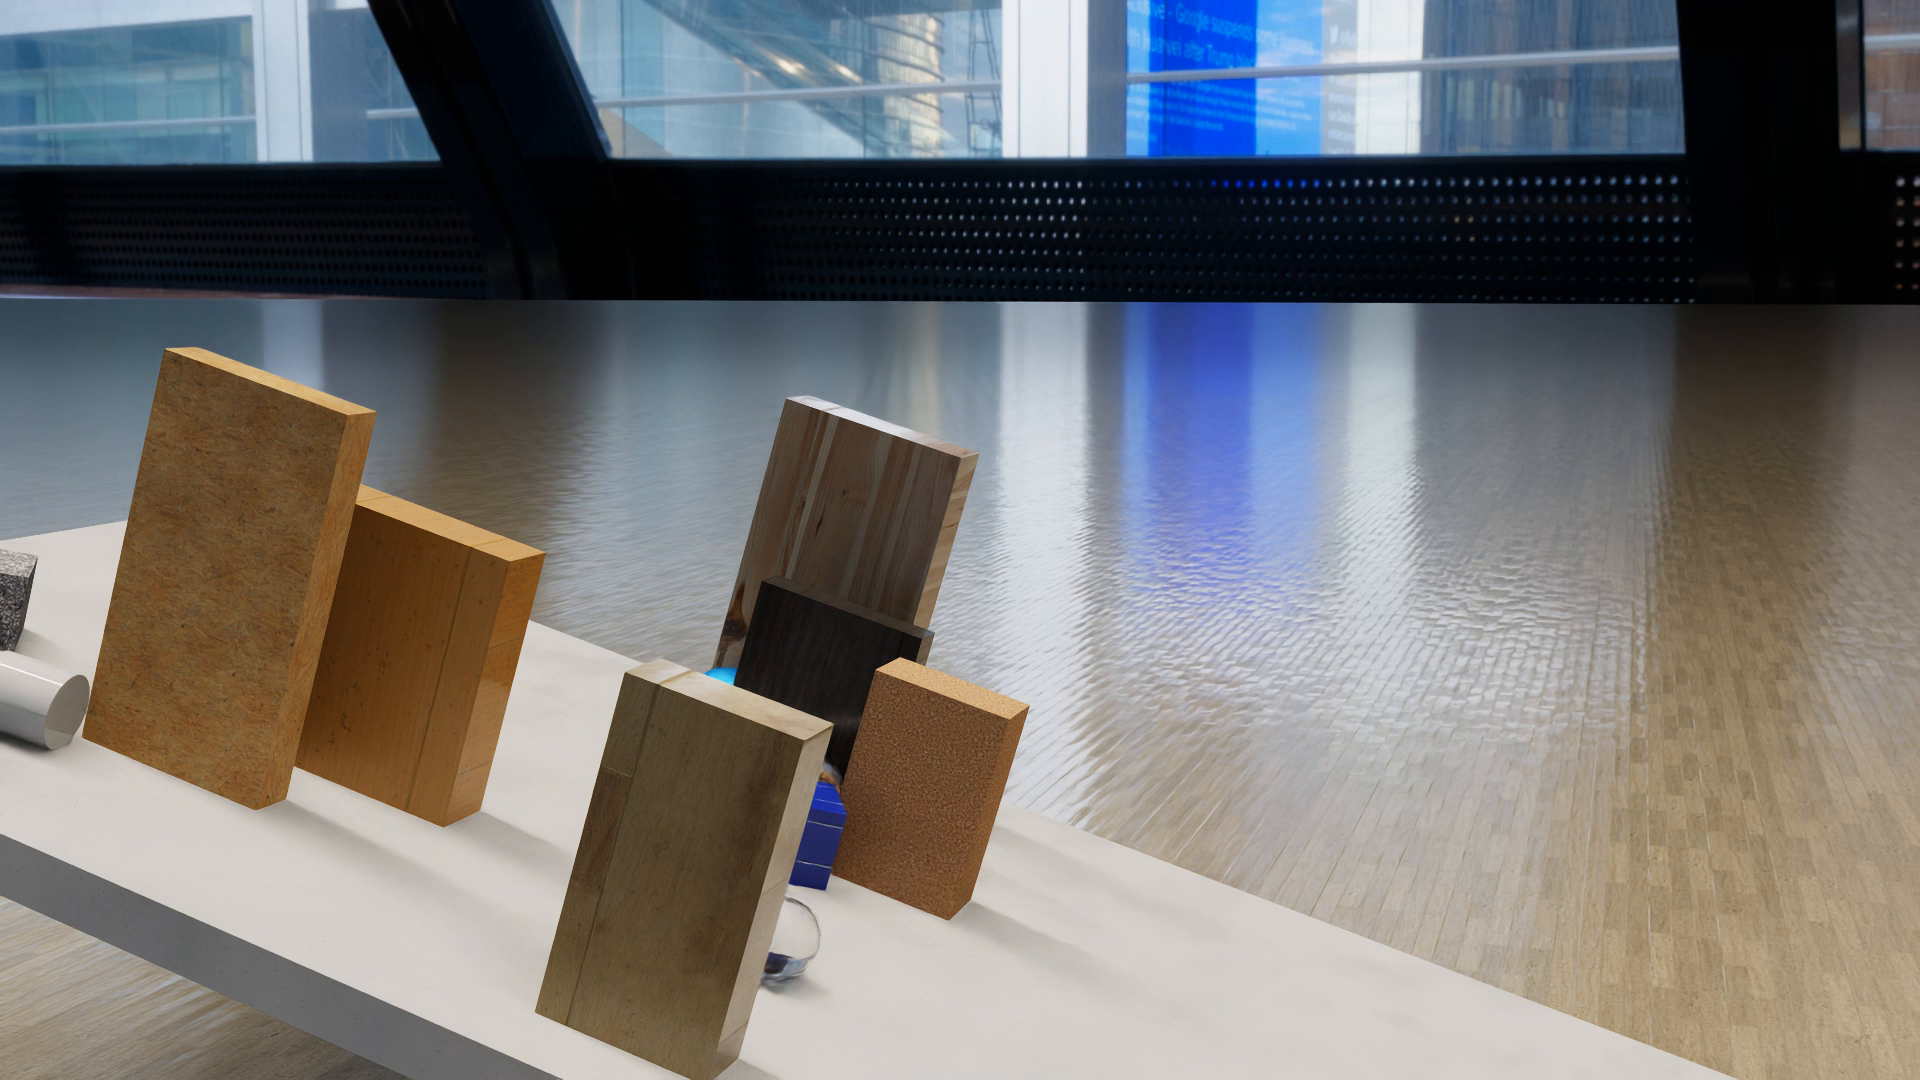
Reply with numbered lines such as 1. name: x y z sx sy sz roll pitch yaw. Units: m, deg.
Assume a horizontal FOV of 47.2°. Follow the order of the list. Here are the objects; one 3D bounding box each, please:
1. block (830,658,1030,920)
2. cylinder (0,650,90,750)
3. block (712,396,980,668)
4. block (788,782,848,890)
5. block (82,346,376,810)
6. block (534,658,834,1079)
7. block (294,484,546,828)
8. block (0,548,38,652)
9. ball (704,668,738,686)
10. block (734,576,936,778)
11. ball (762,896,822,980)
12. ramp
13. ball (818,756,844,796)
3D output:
1. block: -0.072 0.491 4.366 0.284 0.427 0.150 19 12 14
2. cylinder: -1.642 0.283 3.889 0.139 0.139 0.139 18 9 6
3. block: -0.279 0.114 4.968 0.426 0.782 0.138 19 12 14
4. block: -0.331 0.568 4.309 0.161 0.161 0.161 13 12 -16
5. block: -1.299 0.067 3.892 0.376 0.733 0.091 19 12 14
6. block: -0.429 0.510 3.404 0.303 0.574 0.127 19 12 14
7. block: -1.049 0.209 4.103 0.419 0.521 0.135 19 12 14
8. block: -1.908 0.109 4.299 0.155 0.155 0.155 12 12 -19
9. ball: -0.524 0.374 4.906 0.181 0.181 0.181 0 7 0
10. block: -0.297 0.346 4.713 0.374 0.436 0.089 19 12 14
11. ball: -0.311 0.689 3.809 0.142 0.142 0.142 0 7 0
12. ramp: -0.369 0.711 4.234 4.000 0.100 2.000 19 12 14
13. ball: -0.330 0.515 4.482 0.192 0.192 0.192 0 7 0
